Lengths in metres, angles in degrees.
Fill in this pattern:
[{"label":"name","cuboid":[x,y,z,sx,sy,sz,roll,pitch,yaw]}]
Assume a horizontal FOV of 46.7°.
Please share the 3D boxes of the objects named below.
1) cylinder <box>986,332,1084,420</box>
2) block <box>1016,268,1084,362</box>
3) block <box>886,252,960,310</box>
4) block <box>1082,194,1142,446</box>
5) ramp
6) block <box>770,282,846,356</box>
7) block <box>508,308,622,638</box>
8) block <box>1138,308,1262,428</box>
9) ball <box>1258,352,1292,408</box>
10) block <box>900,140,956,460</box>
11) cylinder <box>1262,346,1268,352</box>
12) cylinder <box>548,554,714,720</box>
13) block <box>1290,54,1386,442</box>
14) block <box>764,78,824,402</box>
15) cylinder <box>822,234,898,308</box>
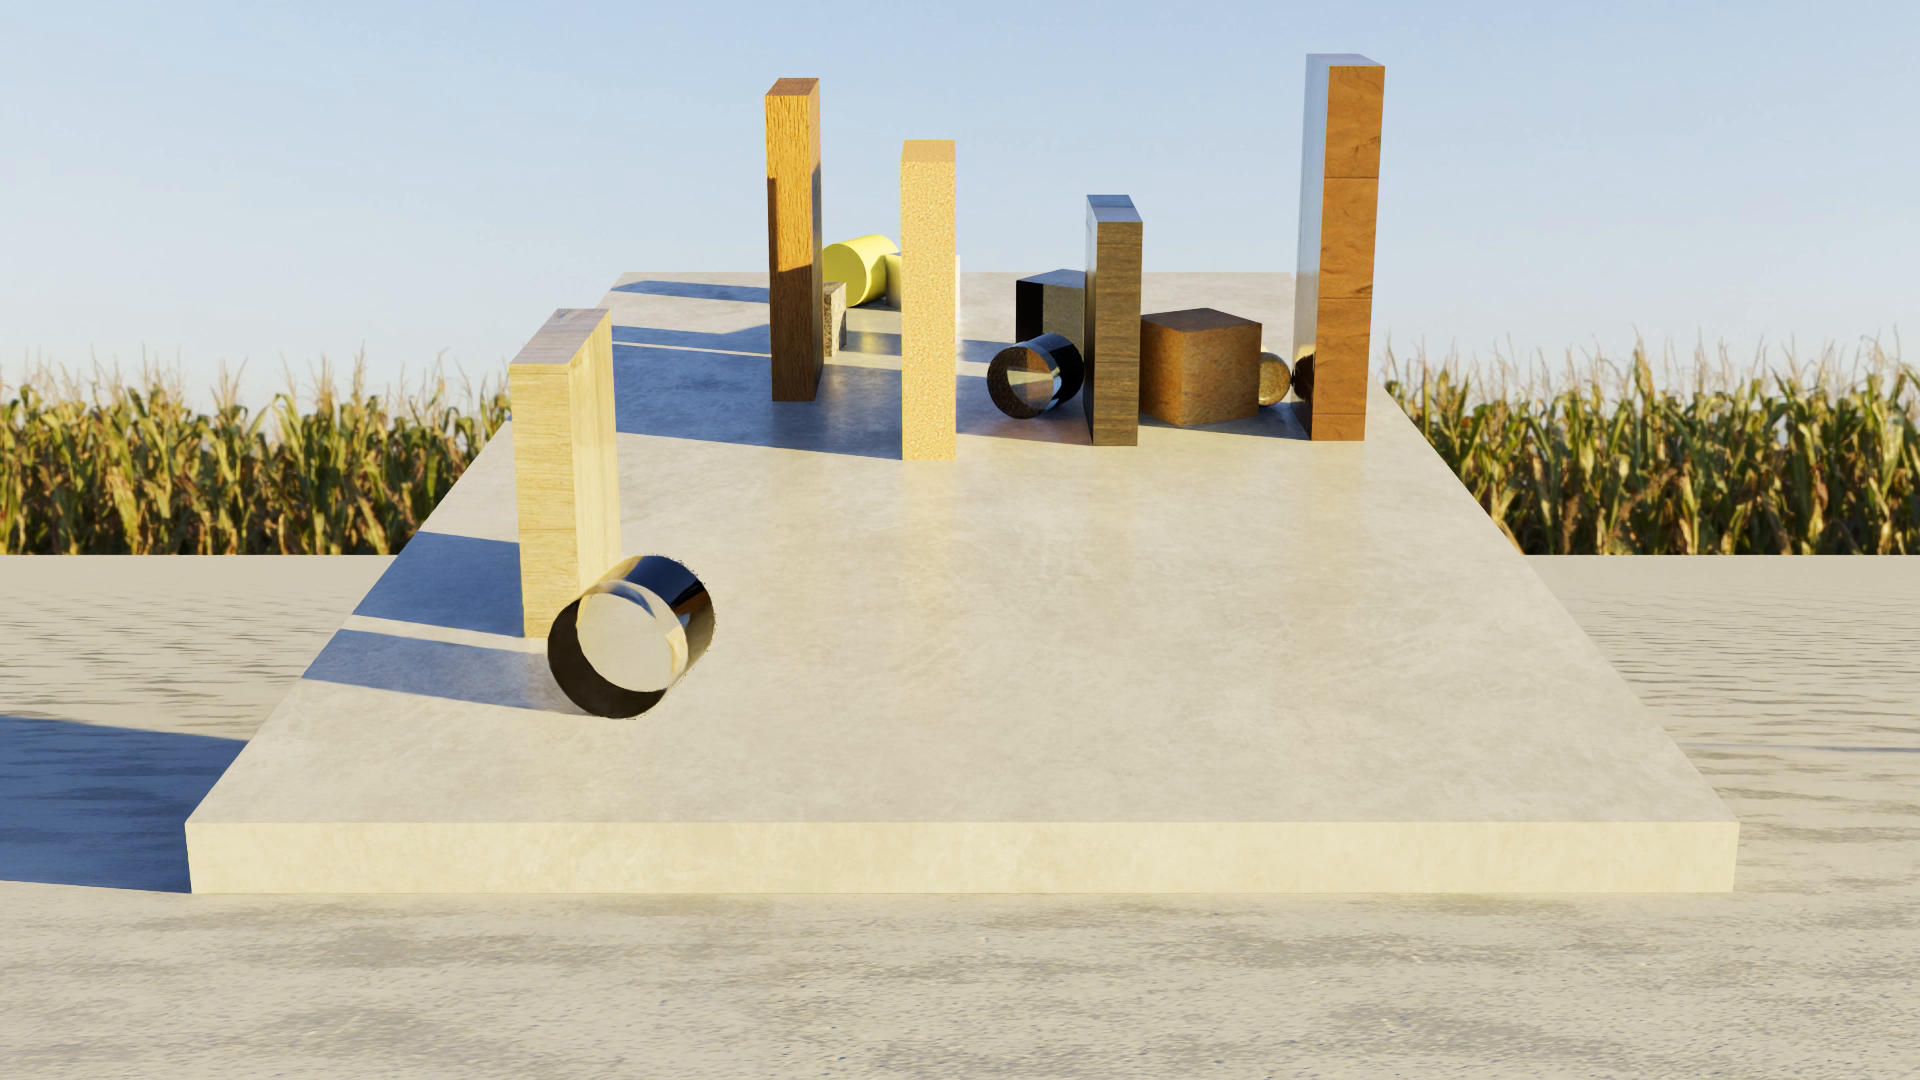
[{"label":"cylinder","cuboid":[0.169,-0.367,4.966,0.164,0.164,0.164,0,15,28]},{"label":"block","cuboid":[0.277,-0.547,5.492,0.201,0.201,0.201,12,21,35]},{"label":"block","cuboid":[-0.104,-0.718,6.144,0.146,0.146,0.146,-14,22,-39]},{"label":"block","cuboid":[0.327,-0.482,4.812,0.093,0.475,0.393,0,17,0]},{"label":"ramp","cuboid":[-0.003,-0.173,4.783,2.000,0.100,4.000,0,17,0]},{"label":"block","cuboid":[-0.382,-0.559,5.601,0.159,0.159,0.159,3,17,10]},{"label":"block","cuboid":[-0.647,-0.121,3.678,0.090,0.445,0.442,0,17,0]},{"label":"block","cuboid":[0.522,-0.388,4.959,0.210,0.210,0.210,-9,19,-28]},{"label":"ball","cuboid":[0.685,-0.363,5.021,0.126,0.126,0.126,0,0,0]},{"label":"block","cuboid":[-0.064,-0.511,4.671,0.109,0.611,0.372,0,17,0]},{"label":"cylinder","cuboid":[0.641,-0.393,5.133,0.117,0.117,0.117,-11,6,-32]},{"label":"cylinder","cuboid":[-0.480,0.140,3.260,0.190,0.190,0.190,0,17,13]},{"label":"block","cuboid":[0.806,-0.632,4.772,0.113,0.785,0.310,0,17,0]},{"label":"block","cuboid":[-0.381,-0.708,5.182,0.096,0.689,0.423,0,17,0]},{"label":"cylinder","cuboid":[-0.281,-0.750,6.193,0.178,0.178,0.178,0,14,34]}]
